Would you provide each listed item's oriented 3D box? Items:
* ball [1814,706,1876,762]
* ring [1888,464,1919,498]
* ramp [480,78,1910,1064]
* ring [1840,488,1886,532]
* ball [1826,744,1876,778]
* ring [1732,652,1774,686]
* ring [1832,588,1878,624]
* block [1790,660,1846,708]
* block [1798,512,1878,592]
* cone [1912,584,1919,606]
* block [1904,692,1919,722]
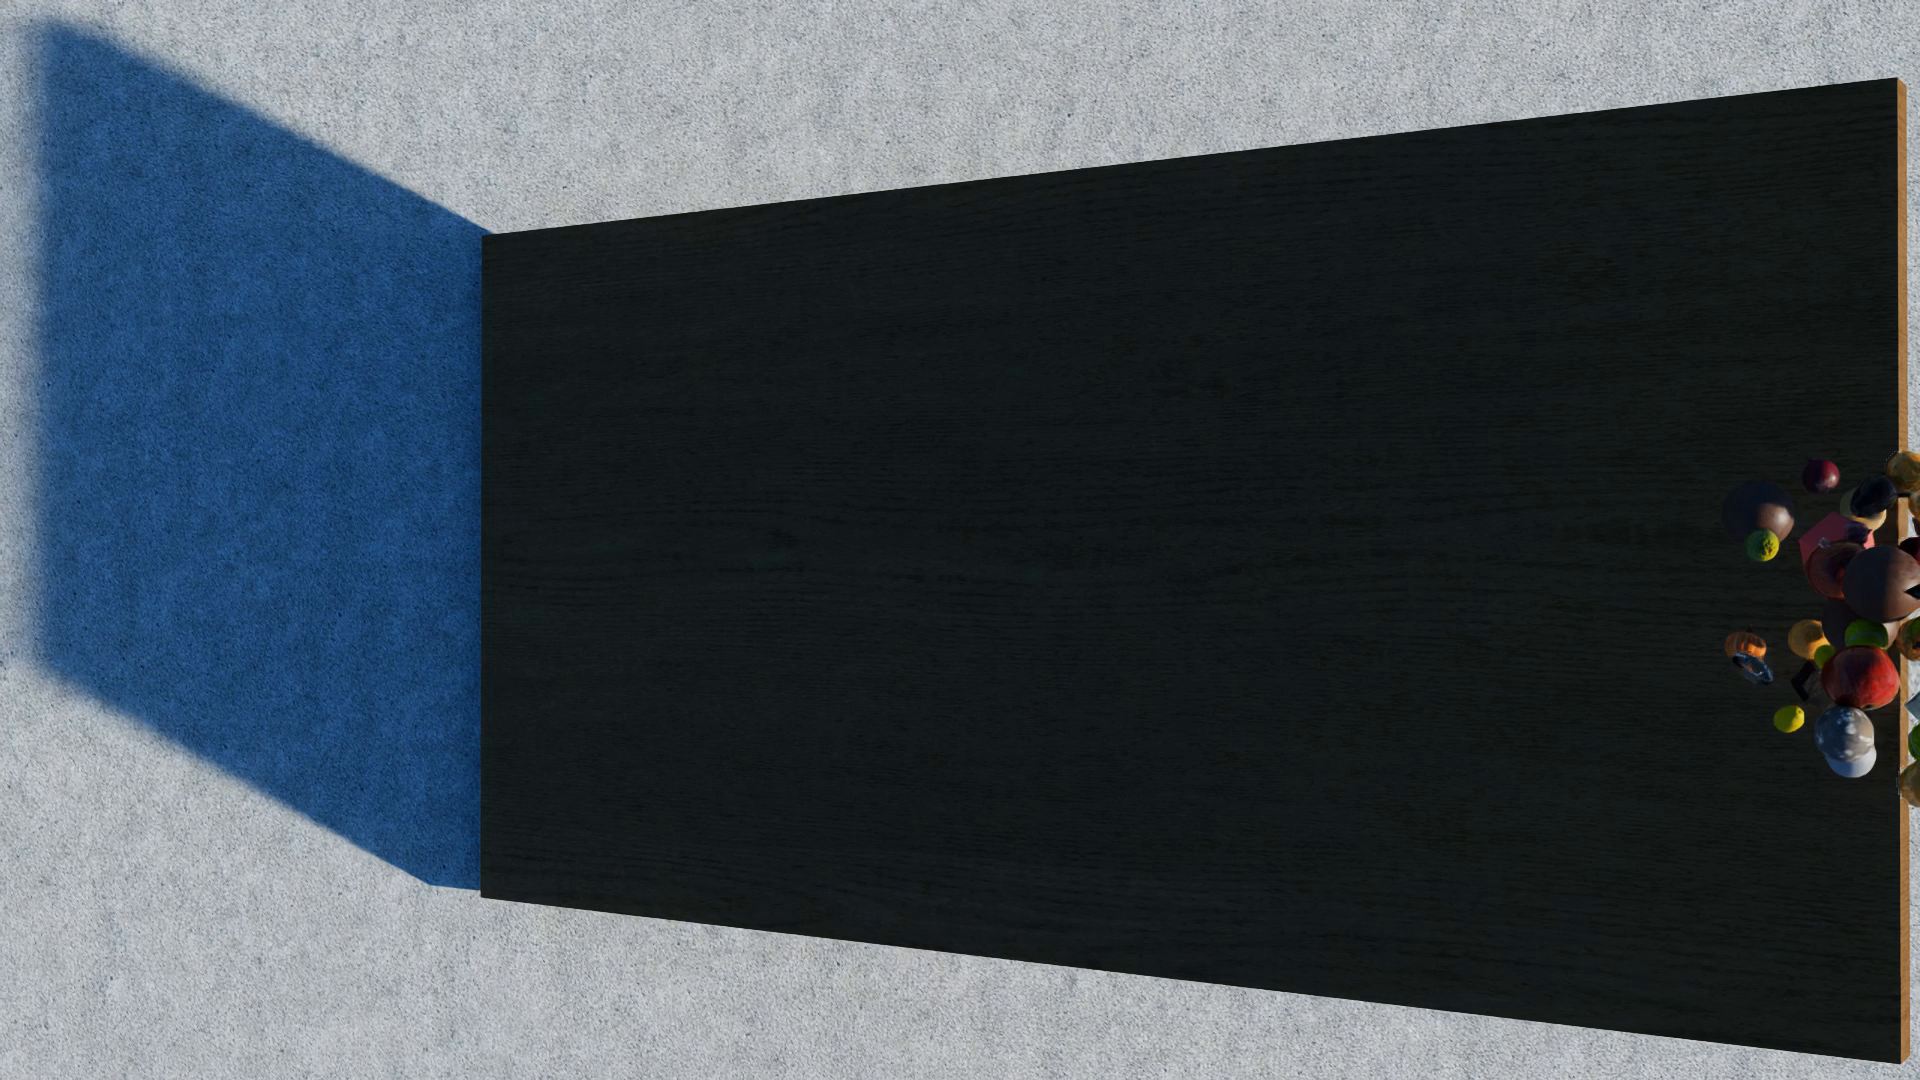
[{"bbox_3d":[1.426,0.313,3.548,0.092,0.092,0.092,0,90,0],"label":"ball"},{"bbox_3d":[1.850,-0.123,4.209,0.147,0.147,0.049,-22,86,0],"label":"ring"},{"bbox_3d":[0.255,0.070,5.590,4.000,0.100,2.000,0,89,33],"label":"ramp"},{"bbox_3d":[1.811,-0.061,4.409,0.094,0.031,0.094,0,76,-1],"label":"ring"},{"bbox_3d":[1.508,0.363,3.722,0.080,0.080,0.080,0,90,0],"label":"ball"},{"bbox_3d":[1.552,0.252,4.303,0.087,0.087,0.029,39,85,0],"label":"ring"},{"bbox_3d":[1.728,0.124,4.245,0.094,0.094,0.031,21,124,0],"label":"ring"},{"bbox_3d":[1.671,0.282,4.285,0.060,0.060,0.060,16,123,-24],"label":"block"},{"bbox_3d":[1.698,0.023,4.252,0.094,0.094,0.094,-36,128,-12],"label":"block"},{"bbox_3d":[1.494,0.080,3.401,0.071,0.071,0.071,20,89,-29],"label":"cone"},{"bbox_3d":[1.697,0.283,3.770,0.088,0.088,0.088,-38,77,-7],"label":"block"}]
